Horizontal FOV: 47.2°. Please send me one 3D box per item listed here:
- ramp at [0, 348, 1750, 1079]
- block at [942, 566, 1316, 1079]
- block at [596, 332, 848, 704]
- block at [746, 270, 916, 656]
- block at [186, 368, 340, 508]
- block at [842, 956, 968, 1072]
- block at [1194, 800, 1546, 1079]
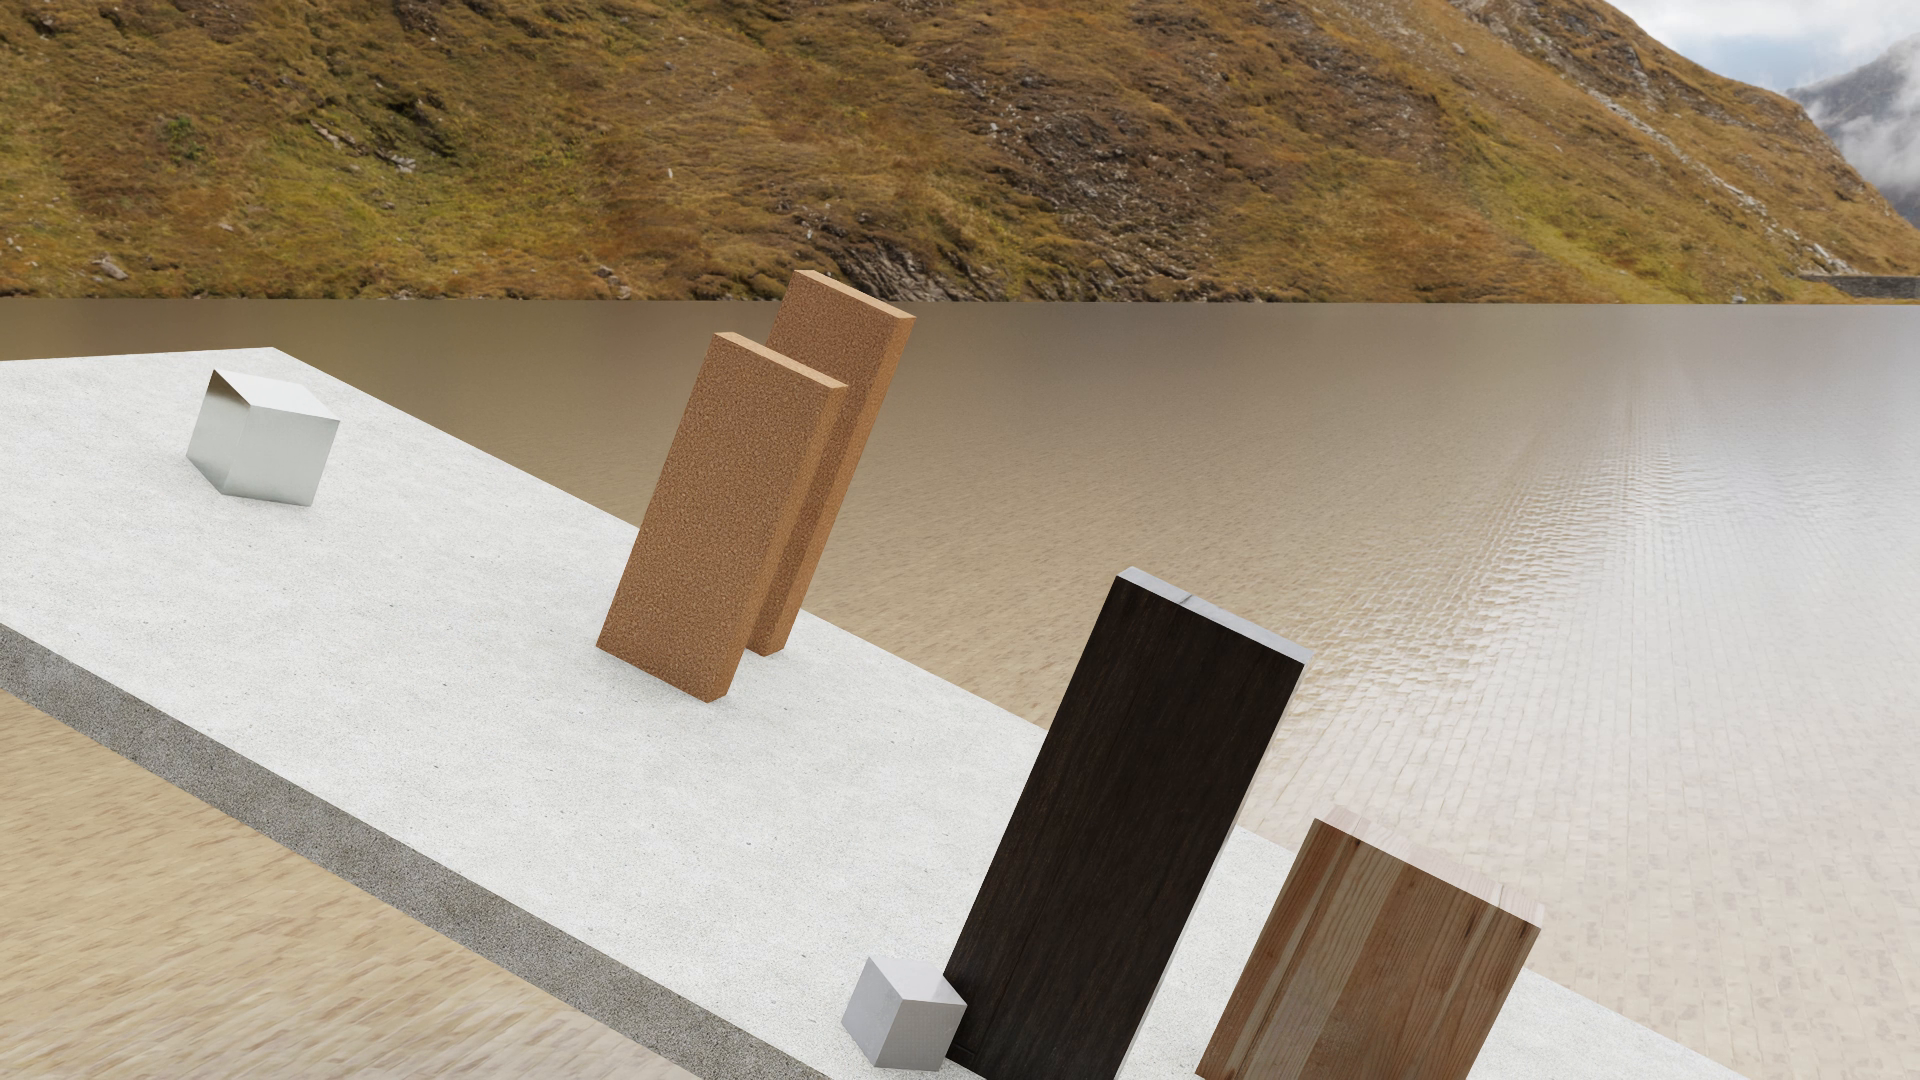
[{"bbox_3d":[-0.293,0.512,4.187,4.000,0.100,2.000,26,13,13],"label":"ramp"},{"bbox_3d":[0.223,0.462,3.268,0.297,0.789,0.103,26,13,13],"label":"block"},{"bbox_3d":[-0.476,-0.044,4.366,0.264,0.684,0.097,26,13,13],"label":"block"},{"bbox_3d":[-0.371,-0.165,4.771,0.255,0.799,0.116,26,13,13],"label":"block"},{"bbox_3d":[-1.433,-0.209,4.519,0.197,0.197,0.197,10,18,-44],"label":"block"},{"bbox_3d":[-0.084,0.706,3.276,0.116,0.116,0.116,14,16,-34],"label":"block"},{"bbox_3d":[0.666,0.735,3.589,0.387,0.484,0.131,26,13,13],"label":"block"}]
